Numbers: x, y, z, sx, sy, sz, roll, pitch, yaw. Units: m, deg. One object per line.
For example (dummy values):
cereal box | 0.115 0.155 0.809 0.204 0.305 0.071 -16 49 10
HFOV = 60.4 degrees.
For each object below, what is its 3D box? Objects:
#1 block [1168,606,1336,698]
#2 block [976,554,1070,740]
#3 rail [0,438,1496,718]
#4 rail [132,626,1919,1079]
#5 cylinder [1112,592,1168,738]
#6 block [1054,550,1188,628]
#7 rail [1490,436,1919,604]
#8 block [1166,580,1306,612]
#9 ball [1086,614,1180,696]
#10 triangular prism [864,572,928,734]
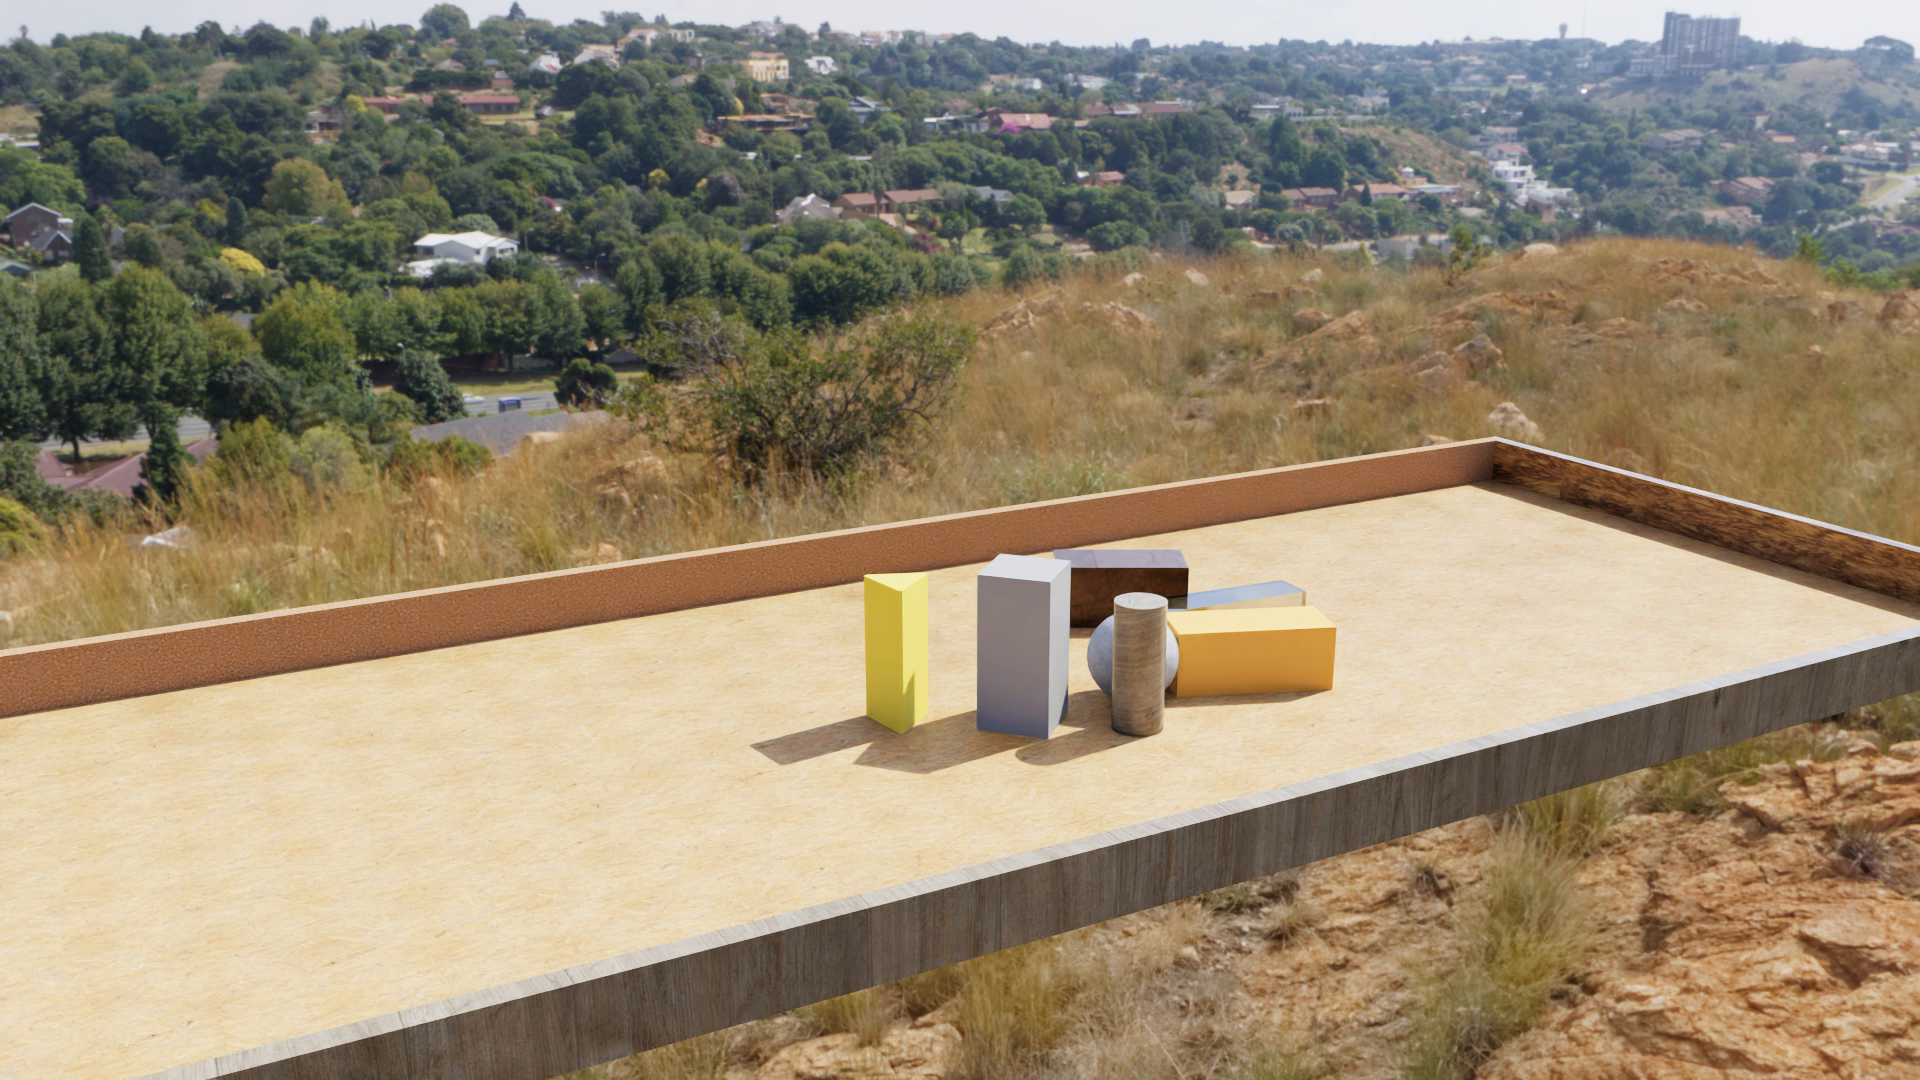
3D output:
block | 0.717 0.277 4.122 0.397 0.164 0.164 -2 17 -7
block | 0.149 0.245 3.847 0.173 0.380 0.173 5 17 18
rail | -3.305 0.497 3.399 12.000 0.150 0.050 -9 18 -27
rail | -2.336 1.006 1.665 12.000 0.150 0.050 -9 18 -27
cylinder | 0.415 0.288 3.821 0.123 0.311 0.123 0 16 0
block | 0.443 0.134 4.592 0.360 0.173 0.173 0 16 0
rail | 2.466 -0.048 5.253 0.050 0.150 2.100 -9 18 -27
block | 0.721 0.204 4.459 0.428 0.114 0.114 -7 18 -23
ball | 0.420 0.282 4.000 0.224 0.224 0.224 0 16 0
triangular prism | -0.128 0.255 3.867 0.126 0.349 0.145 -12 20 -35
